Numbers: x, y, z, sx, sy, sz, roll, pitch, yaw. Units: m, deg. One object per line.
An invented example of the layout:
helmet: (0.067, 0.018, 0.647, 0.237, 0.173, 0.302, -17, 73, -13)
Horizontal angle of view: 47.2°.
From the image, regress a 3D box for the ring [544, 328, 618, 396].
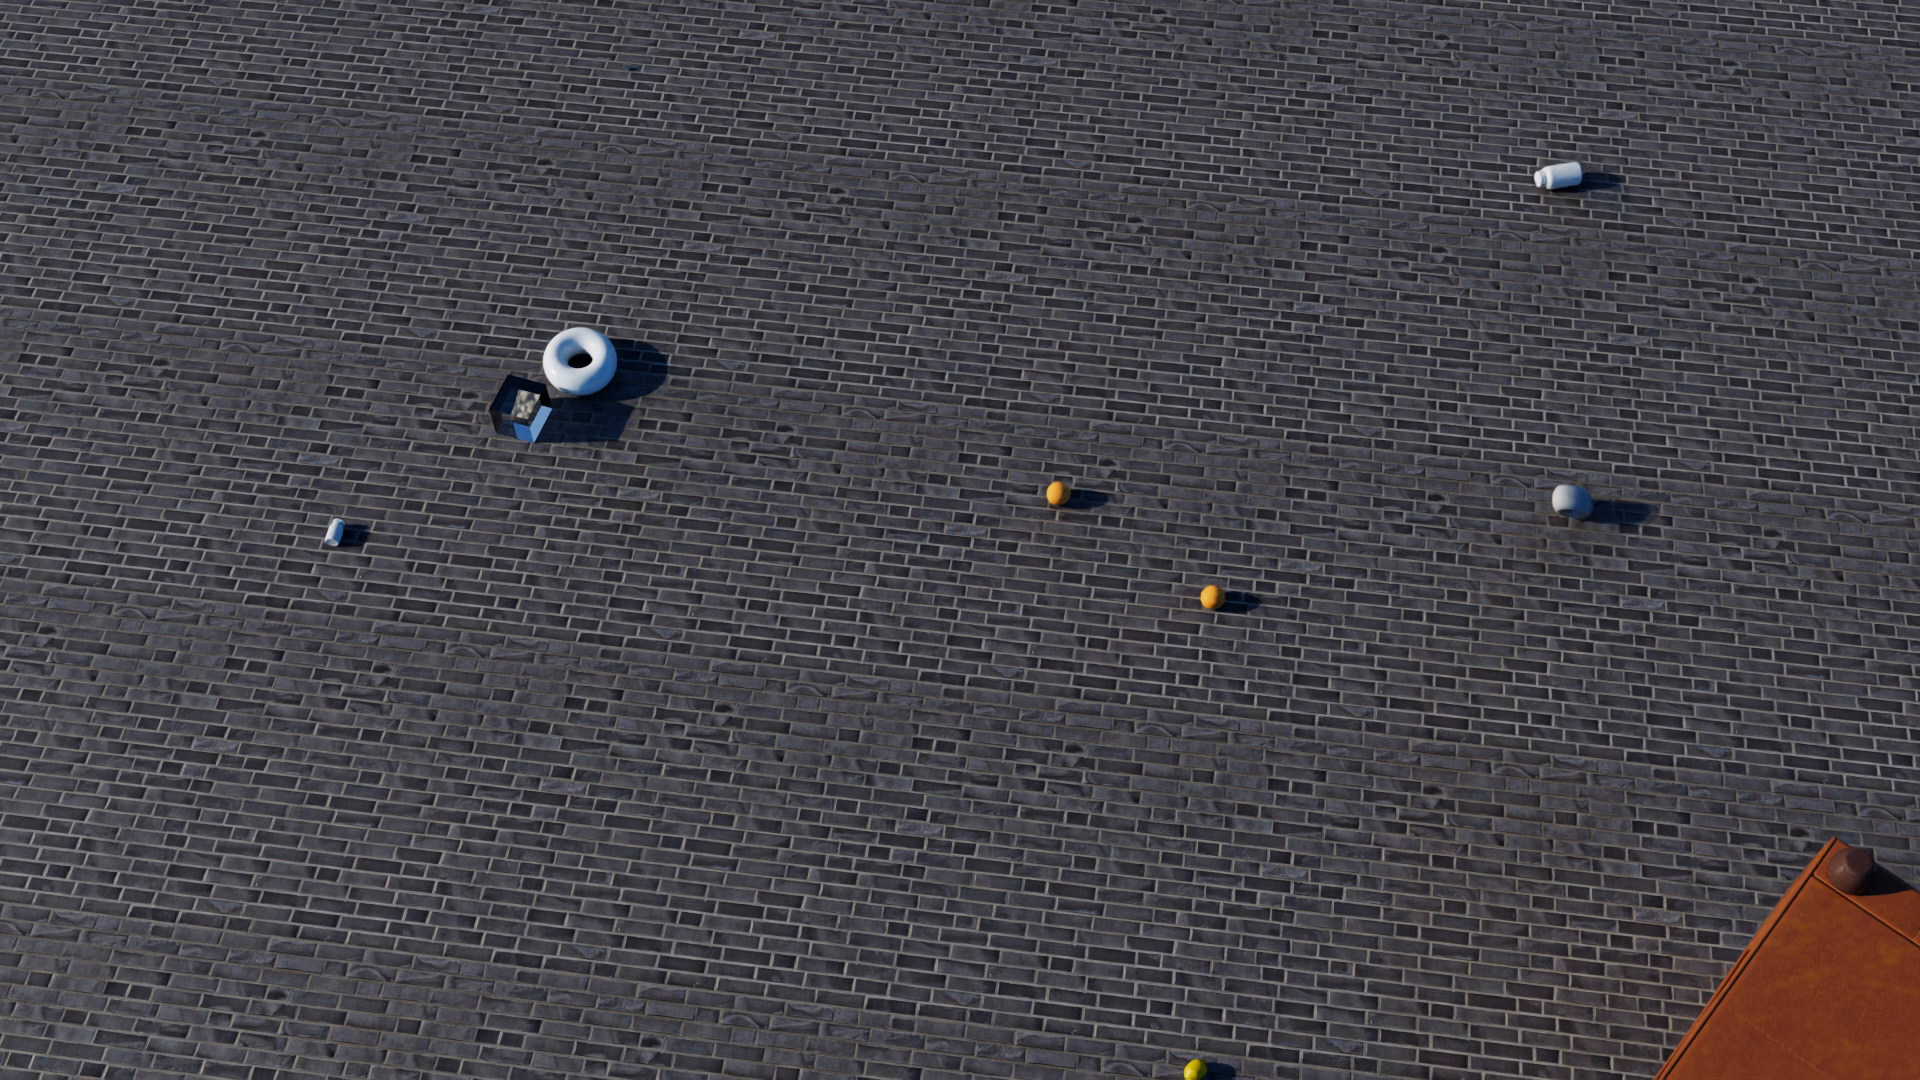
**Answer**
ring: (-1.191, -0.560, 6.897, 0.231, 0.090, 0.253, -12, 56, -10)

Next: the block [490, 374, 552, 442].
block: (-1.352, -0.404, 6.771, 0.128, 0.122, 0.141, 15, 57, 10)

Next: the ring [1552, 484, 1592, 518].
ring: (1.833, -0.114, 6.579, 0.150, 0.094, 0.078, 18, 69, -35)
